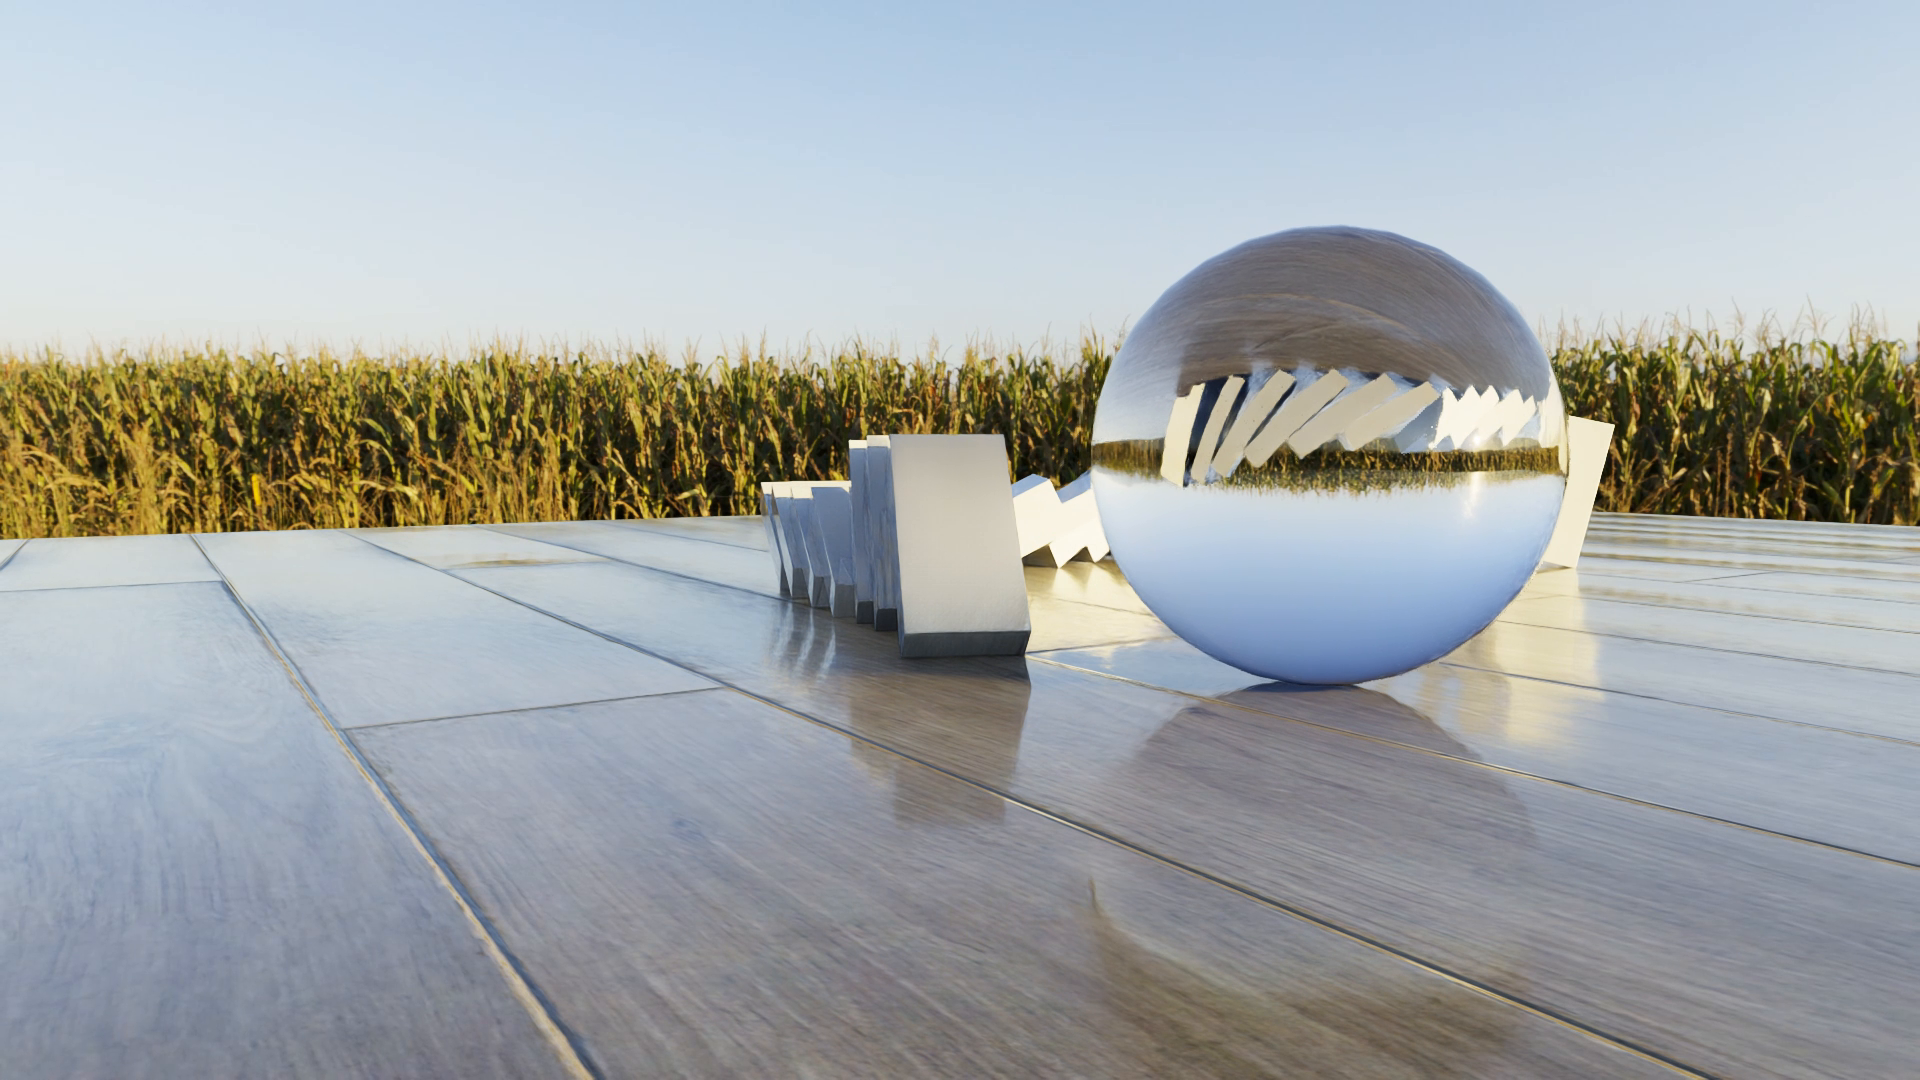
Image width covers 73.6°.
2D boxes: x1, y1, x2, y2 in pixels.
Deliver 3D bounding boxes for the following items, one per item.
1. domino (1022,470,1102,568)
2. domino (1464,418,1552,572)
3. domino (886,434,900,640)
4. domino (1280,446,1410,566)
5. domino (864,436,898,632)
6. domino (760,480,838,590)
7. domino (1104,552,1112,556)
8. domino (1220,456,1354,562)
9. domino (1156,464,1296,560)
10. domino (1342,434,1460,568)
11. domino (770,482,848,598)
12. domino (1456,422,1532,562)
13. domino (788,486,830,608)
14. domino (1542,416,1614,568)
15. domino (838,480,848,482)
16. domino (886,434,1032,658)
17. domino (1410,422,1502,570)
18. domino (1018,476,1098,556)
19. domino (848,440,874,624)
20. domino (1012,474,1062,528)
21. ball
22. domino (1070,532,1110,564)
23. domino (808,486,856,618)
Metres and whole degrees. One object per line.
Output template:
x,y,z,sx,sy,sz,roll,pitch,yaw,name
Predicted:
0.041,-0.008,0.460,0.050,0.009,0.025,-39,26,-31,domino
0.185,-0.016,0.435,0.010,0.050,0.025,13,6,7,domino
-0.002,-0.001,0.280,0.025,0.050,0.010,-1,-35,-8,domino
0.137,-0.012,0.455,0.050,0.010,0.025,-46,-11,17,domino
-0.009,-0.002,0.304,0.025,0.050,0.010,-1,-35,-8,domino
-0.046,-0.002,0.398,0.025,0.009,0.050,-2,30,-16,domino
0.073,-0.011,0.488,0.050,0.009,0.025,-37,19,-28,domino
0.118,-0.011,0.463,0.050,0.009,0.025,-38,-9,19,domino
0.098,-0.010,0.470,0.050,0.009,0.025,-33,-7,18,domino
0.154,-0.014,0.447,0.009,0.050,0.025,38,15,13,domino
-0.040,-0.001,0.377,0.025,0.009,0.050,-2,30,-15,domino
0.194,-0.017,0.465,0.025,0.050,0.010,-1,4,-16,domino
-0.032,0.001,0.356,0.025,0.009,0.050,-1,30,-15,domino
0.205,-0.018,0.443,0.025,0.050,0.009,13,6,7,domino
-0.044,-0.004,0.422,0.025,0.010,0.050,0,29,-5,domino
-0.001,0.000,0.268,0.025,0.050,0.009,-1,-35,-8,domino
0.170,-0.015,0.440,0.010,0.050,0.025,24,11,16,domino
0.028,-0.006,0.436,0.050,0.010,0.025,-28,11,-8,domino
-0.014,-0.003,0.316,0.025,0.050,0.010,-1,-38,-8,domino
0.007,-0.006,0.432,0.050,0.010,0.025,-27,11,-5,domino
0.063,-0.014,0.226,0.080,0.080,0.080,0,4,0,ball
0.056,-0.010,0.474,0.050,0.009,0.025,-37,23,-29,domino
-0.024,0.002,0.335,0.025,0.010,0.050,-1,31,-14,domino
